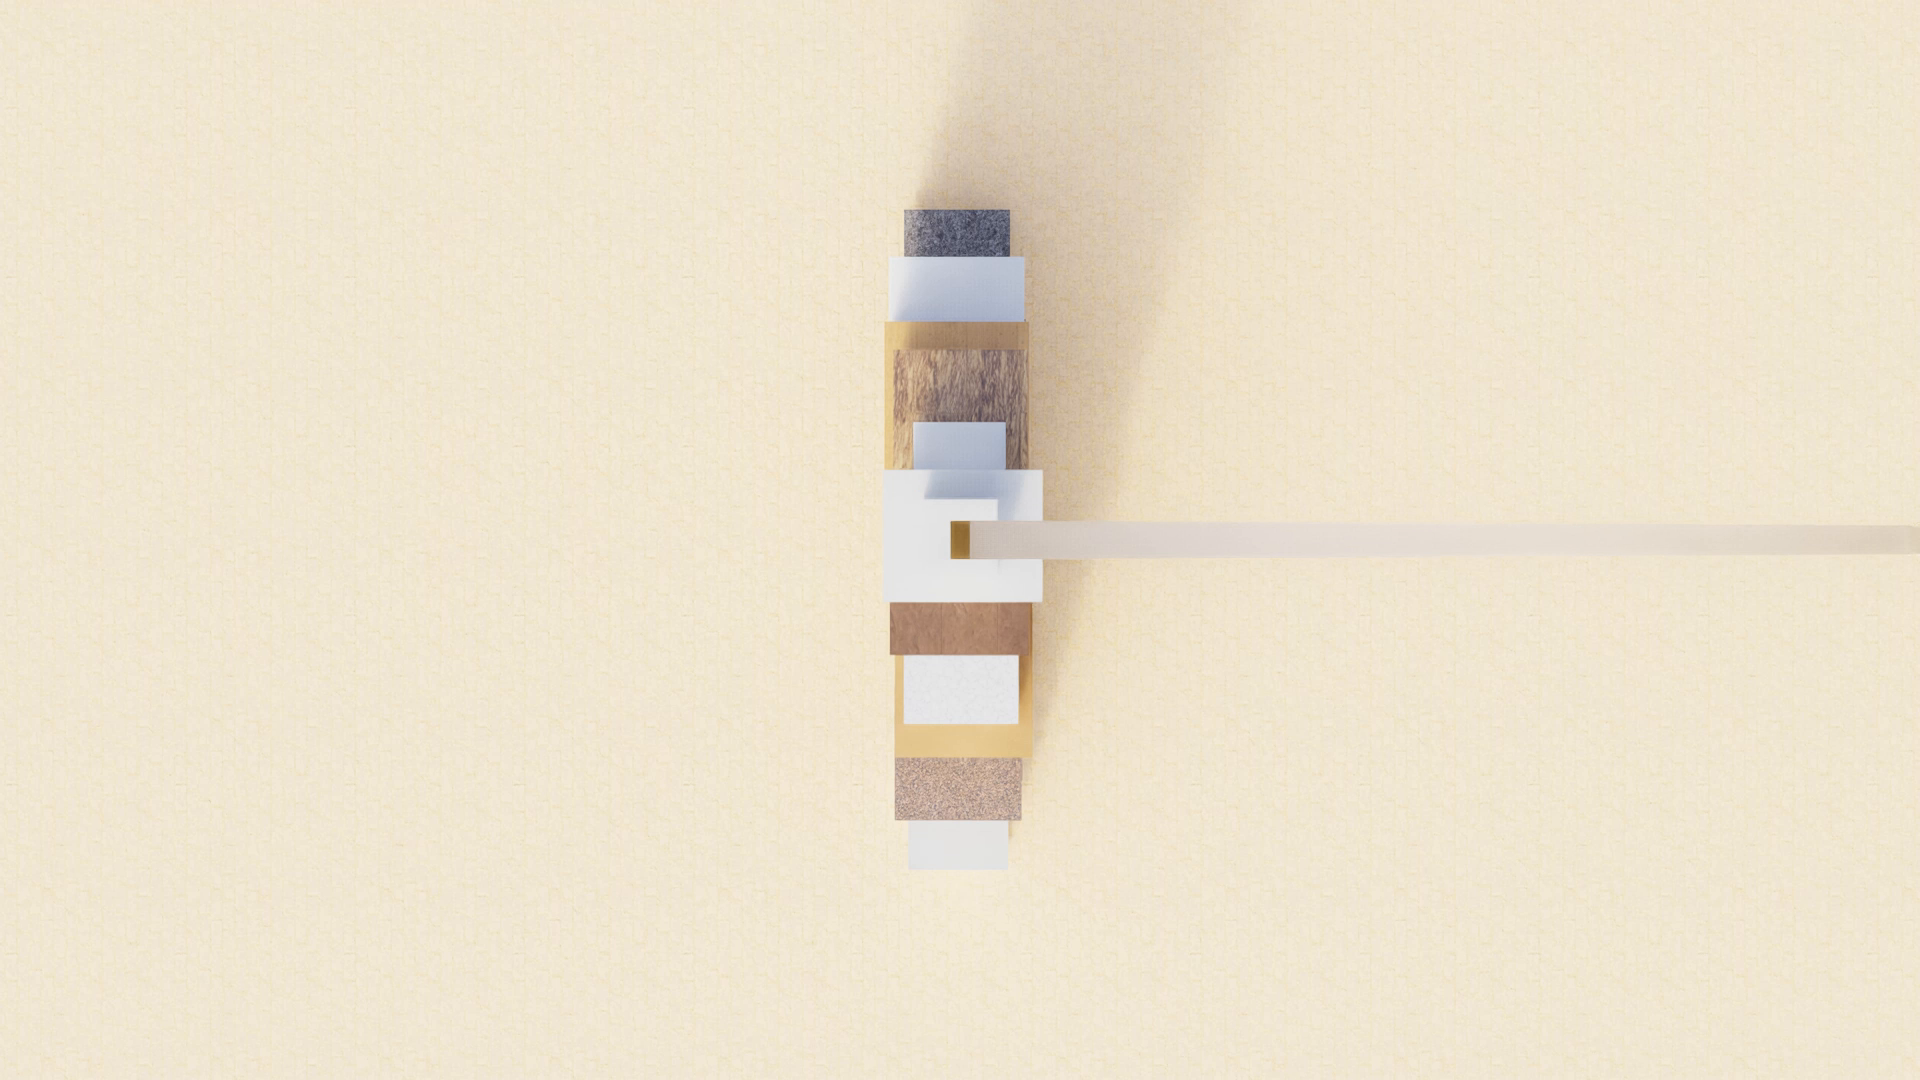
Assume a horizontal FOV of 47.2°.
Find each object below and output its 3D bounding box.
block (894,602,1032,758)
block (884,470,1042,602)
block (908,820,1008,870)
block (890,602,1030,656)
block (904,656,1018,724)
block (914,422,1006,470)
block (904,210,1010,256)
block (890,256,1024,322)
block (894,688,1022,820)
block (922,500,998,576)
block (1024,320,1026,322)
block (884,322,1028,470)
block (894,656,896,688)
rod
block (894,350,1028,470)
[{"bbox_3d":[0.019,0.698,11.304,0.683,0.778,0.770,0,89,0],"label":"block"},{"bbox_3d":[0.012,-0.016,9.525,0.670,0.554,0.556,0,90,0],"label":"block"},{"bbox_3d":[-0.009,1.609,12.698,0.562,0.604,0.500,0,90,0],"label":"block"},{"bbox_3d":[-0.004,0.209,10.091,0.622,0.580,0.613,0,90,0],"label":"block"},{"bbox_3d":[0.005,0.644,10.677,0.545,0.478,0.465,0,89,0],"label":"block"},{"bbox_3d":[-0.002,-0.315,10.114,0.416,0.380,0.433,0,90,0],"label":"block"},{"bbox_3d":[-0.017,-1.550,12.686,0.597,0.628,0.619,0,90,0],"label":"block"},{"bbox_3d":[-0.017,-1.139,11.923,0.714,0.657,0.707,0,90,0],"label":"block"},{"bbox_3d":[-0.010,1.140,12.014,0.675,0.646,0.705,0,90,0],"label":"block"},{"bbox_3d":[-0.001,-0.011,9.097,0.310,0.301,0.310,0,90,0],"label":"block"},{"bbox_3d":[0.003,-0.872,12.626,0.726,0.749,0.718,0,90,0],"label":"block"},{"bbox_3d":[-0.017,-0.703,11.286,0.721,0.618,0.773,0,90,0],"label":"block"},{"bbox_3d":[-0.007,0.984,12.669,0.718,0.663,0.730,0,90,0],"label":"block"},{"bbox_3d":[2.234,0.000,5.894,5.200,0.080,0.080,0,90,-31],"label":"rod"},{"bbox_3d":[0.001,-0.535,10.640,0.629,0.673,0.715,0,90,0],"label":"block"}]
